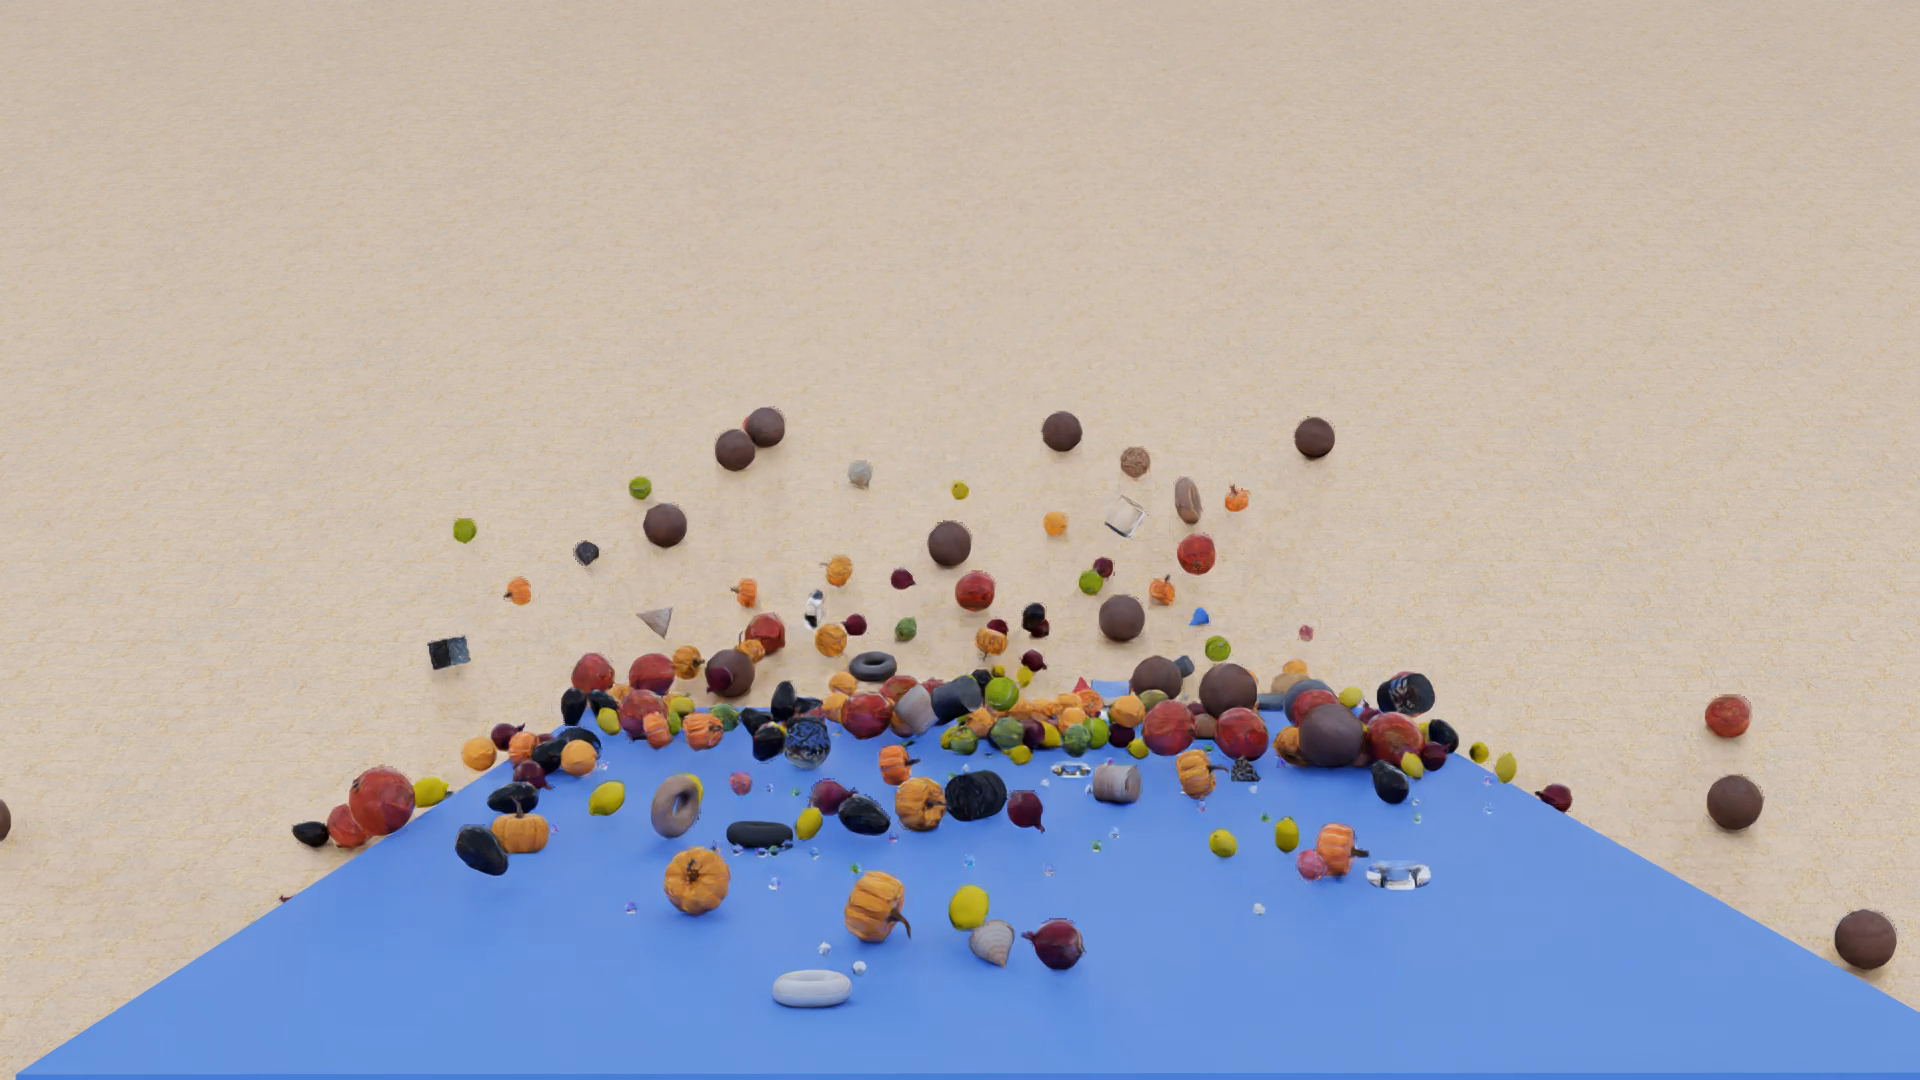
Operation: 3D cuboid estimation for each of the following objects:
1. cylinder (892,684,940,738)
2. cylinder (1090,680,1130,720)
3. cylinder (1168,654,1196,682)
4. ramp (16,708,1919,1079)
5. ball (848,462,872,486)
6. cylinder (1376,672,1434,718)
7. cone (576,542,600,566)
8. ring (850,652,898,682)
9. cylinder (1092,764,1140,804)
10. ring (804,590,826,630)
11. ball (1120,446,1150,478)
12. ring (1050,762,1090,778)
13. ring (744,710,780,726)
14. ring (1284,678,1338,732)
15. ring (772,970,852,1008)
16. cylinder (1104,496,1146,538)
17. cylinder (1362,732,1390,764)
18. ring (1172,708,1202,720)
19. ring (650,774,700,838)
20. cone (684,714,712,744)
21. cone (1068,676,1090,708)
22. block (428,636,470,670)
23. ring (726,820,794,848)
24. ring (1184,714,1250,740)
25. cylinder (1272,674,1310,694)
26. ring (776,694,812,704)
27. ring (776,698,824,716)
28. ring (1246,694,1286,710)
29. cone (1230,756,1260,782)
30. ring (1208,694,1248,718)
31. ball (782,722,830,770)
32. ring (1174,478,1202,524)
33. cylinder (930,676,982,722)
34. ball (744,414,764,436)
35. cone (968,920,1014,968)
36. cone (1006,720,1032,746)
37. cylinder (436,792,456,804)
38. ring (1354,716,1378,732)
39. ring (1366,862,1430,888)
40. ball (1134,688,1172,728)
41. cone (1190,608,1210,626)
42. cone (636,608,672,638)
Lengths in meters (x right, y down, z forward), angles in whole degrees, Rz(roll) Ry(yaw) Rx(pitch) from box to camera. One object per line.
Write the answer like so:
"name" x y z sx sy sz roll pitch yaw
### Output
"cylinder" -0.091 0.379 5.725 0.084 0.084 0.084 46 41 11
"cylinder" 0.363 0.386 6.222 0.093 0.093 0.093 1 26 7
"cylinder" 0.587 0.340 6.842 0.053 0.053 0.053 -32 17 21
"ramp" 0.058 0.528 4.565 2.000 0.100 4.000 0 1 0
"ball" -0.311 -0.206 8.001 0.076 0.076 0.076 0 26 0
"cylinder" 1.010 0.355 5.844 0.091 0.091 0.091 -25 1 -41
"cone" -1.081 0.054 7.479 0.069 0.069 0.069 -2 35 -5
"ring" -0.232 0.339 6.906 0.129 0.043 0.129 -1 24 0
"cylinder" 0.283 0.440 4.654 0.068 0.068 0.068 1 24 23
"ring" -0.401 0.193 7.123 0.037 0.111 0.111 11 28 12
"ball" 0.548 -0.244 8.058 0.094 0.094 0.094 0 26 0
"ring" 0.218 0.452 5.074 0.080 0.027 0.080 0 0 0
"ring" -0.471 0.423 6.127 0.089 0.030 0.089 -1 2 0
"ring" 0.807 0.381 5.929 0.126 0.126 0.042 6 9 13
"ring" -0.167 0.507 2.912 0.091 0.030 0.091 -1 2 0
"cylinder" 0.487 -0.068 7.606 0.092 0.092 0.092 31 12 -7
"cylinder" 0.856 0.429 5.320 0.057 0.057 0.057 0 1 0
"ring" 0.550 0.421 6.251 0.079 0.026 0.079 2 2 0
"ring" -0.460 0.430 4.163 0.035 0.106 0.106 12 28 30
"cone" -0.581 0.415 5.714 0.067 0.067 0.067 0 1 0
"cone" 0.319 0.388 6.754 0.077 0.077 0.077 -5 21 2
"block" -1.364 0.302 6.883 0.071 0.071 0.071 -14 -2 33
"ring" -0.321 0.472 4.128 0.108 0.036 0.108 3 0 0
"ring" 0.579 0.422 5.810 0.146 0.049 0.146 0 3 0
"cylinder" 0.864 0.388 6.708 0.079 0.079 0.079 -4 18 40
"ring" -0.416 0.411 6.532 0.098 0.033 0.098 -1 2 0
"ring" -0.395 0.411 6.372 0.122 0.041 0.122 0 0 0
"ring" 0.780 0.408 6.504 0.115 0.038 0.115 0 0 0
"cone" 0.561 0.454 4.993 0.054 0.054 0.054 27 21 -16
"ring" 0.616 0.400 5.927 0.105 0.035 0.105 -26 38 22
"ball" -0.309 0.414 5.194 0.096 0.096 0.096 0 26 0
"ring" 0.685 -0.116 7.742 0.048 0.144 0.144 -12 20 23
"cylinder" -0.008 0.334 5.428 0.077 0.077 0.077 -23 9 38
"ball" -0.668 -0.372 8.352 0.070 0.070 0.070 0 26 0
"cone" 0.046 0.503 3.136 0.058 0.058 0.058 -6 30 -13
"cone" 0.129 0.421 5.655 0.058 0.058 0.058 0 1 0
"cylinder" -0.994 0.526 5.010 0.054 0.054 0.054 16 27 -8
"ring" 0.961 0.425 5.971 0.094 0.031 0.094 1 0 0
"ring" 0.635 0.485 3.731 0.093 0.031 0.093 -1 2 0
"ball" 0.452 0.394 6.039 0.091 0.091 0.091 0 26 0
"cone" 0.655 0.223 7.155 0.054 0.054 0.054 -35 39 -23
"cone" -0.842 0.216 7.050 0.094 0.094 0.094 15 26 -4
